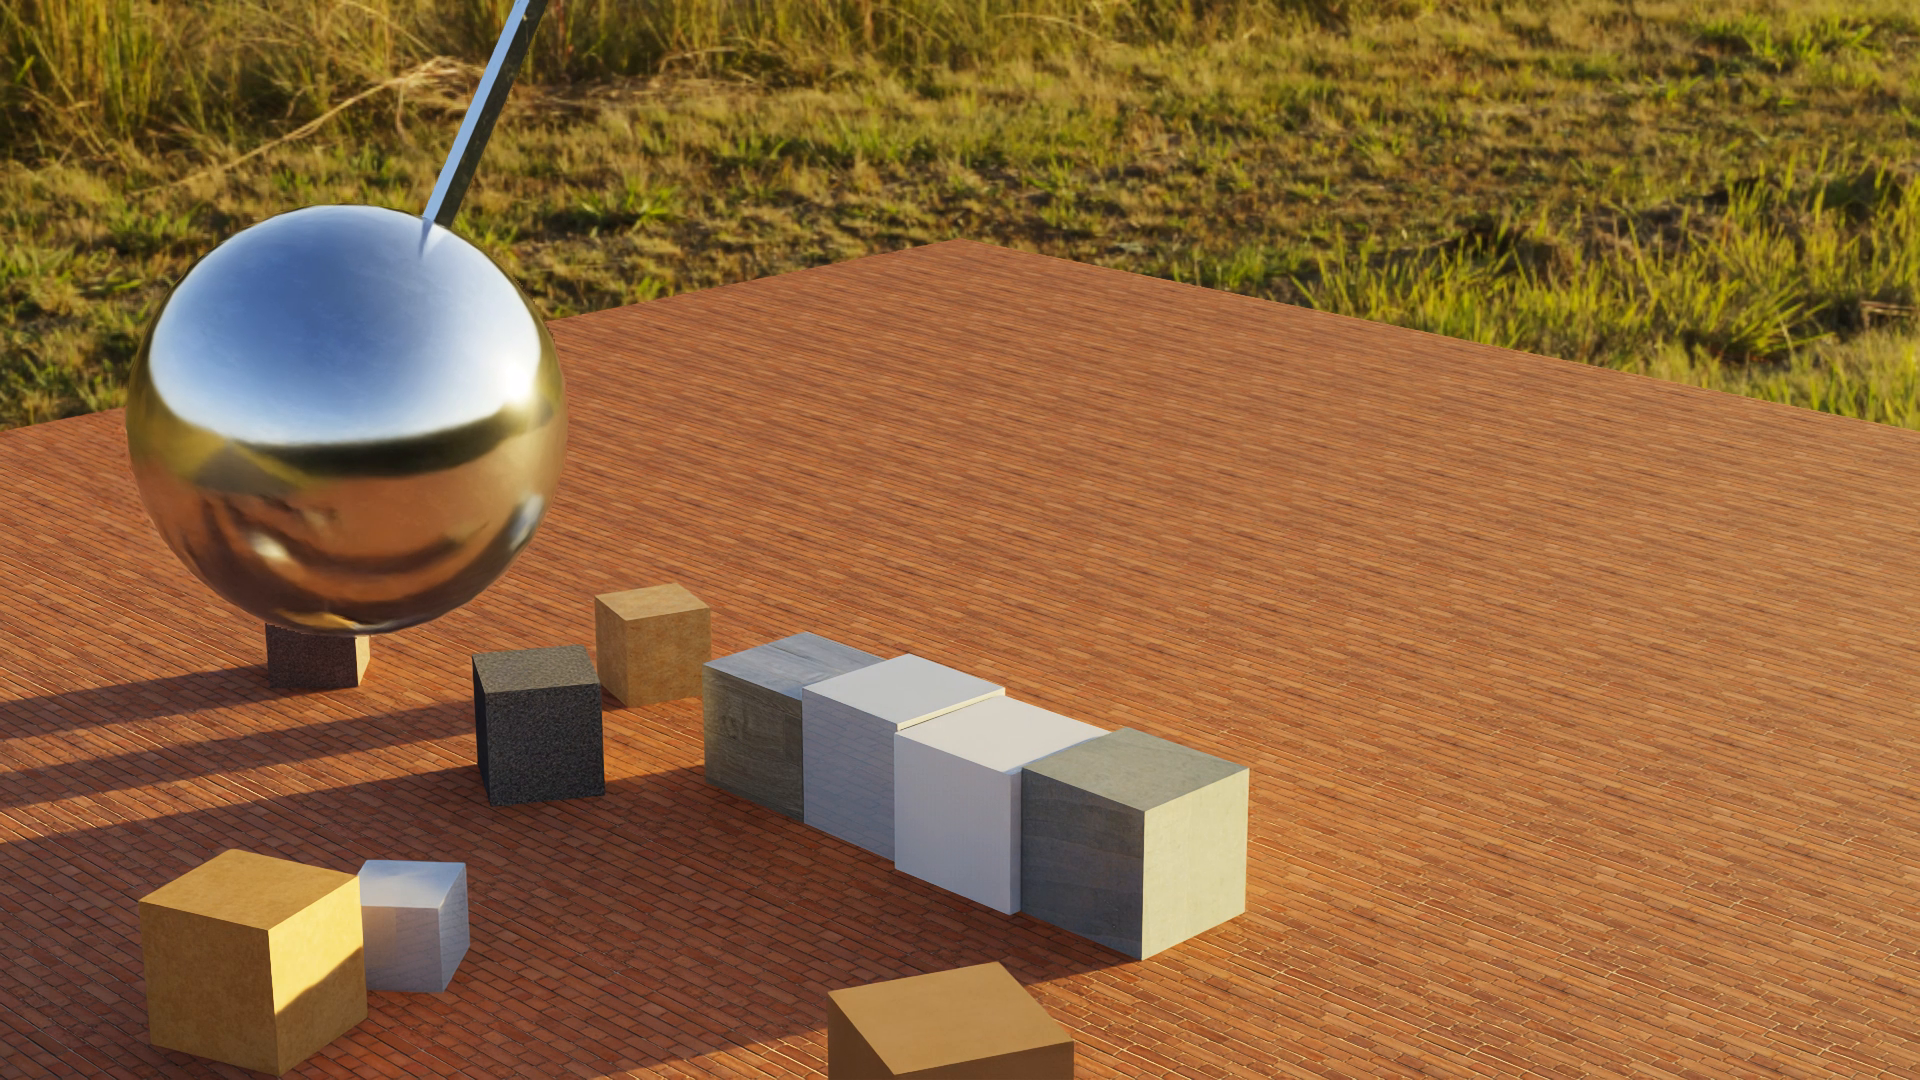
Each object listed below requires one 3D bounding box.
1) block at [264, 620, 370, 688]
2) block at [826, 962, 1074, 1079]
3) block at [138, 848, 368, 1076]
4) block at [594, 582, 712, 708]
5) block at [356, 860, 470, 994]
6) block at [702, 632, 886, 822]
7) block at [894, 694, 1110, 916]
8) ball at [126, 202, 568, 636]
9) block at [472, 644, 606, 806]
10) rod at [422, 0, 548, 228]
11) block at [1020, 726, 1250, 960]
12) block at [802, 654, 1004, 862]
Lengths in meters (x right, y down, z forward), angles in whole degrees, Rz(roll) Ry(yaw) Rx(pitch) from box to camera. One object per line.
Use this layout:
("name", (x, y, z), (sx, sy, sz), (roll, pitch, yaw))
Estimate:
("block", (-3.495, 0.511, 15.955), (0.475, 0.457, 0.445), (-1, 17, -3))
("block", (-0.043, 2.039, 10.805), (0.690, 0.631, 0.704), (-7, 19, -21))
("block", (-2.856, 1.700, 11.878), (0.646, 0.633, 0.576), (8, 19, 24))
("block", (-1.647, 0.561, 15.742), (0.478, 0.489, 0.467), (-9, 19, -26))
("block", (-2.363, 1.640, 12.475), (0.432, 0.390, 0.468), (1, 18, 5))
("block", (-0.764, 0.908, 14.417), (0.683, 0.623, 0.726), (-17, 24, -42))
("block", (0.207, 1.198, 13.417), (0.731, 0.669, 0.702), (16, 24, 42))
("ball", (-2.254, -0.442, 10.840), (1.600, 1.600, 1.600), (0, 17, 0))
("block", (-2.083, 0.909, 14.473), (0.558, 0.588, 0.581), (-5, 18, -14))
("rod", (-0.977, -3.573, 11.195), (0.080, 5.200, 0.080), (17, -8, 42))
("block", (0.769, 1.328, 12.965), (0.717, 0.692, 0.694), (16, 24, 42))
("block", (-0.267, 1.025, 13.932), (0.690, 0.690, 0.665), (-16, 24, -41))
